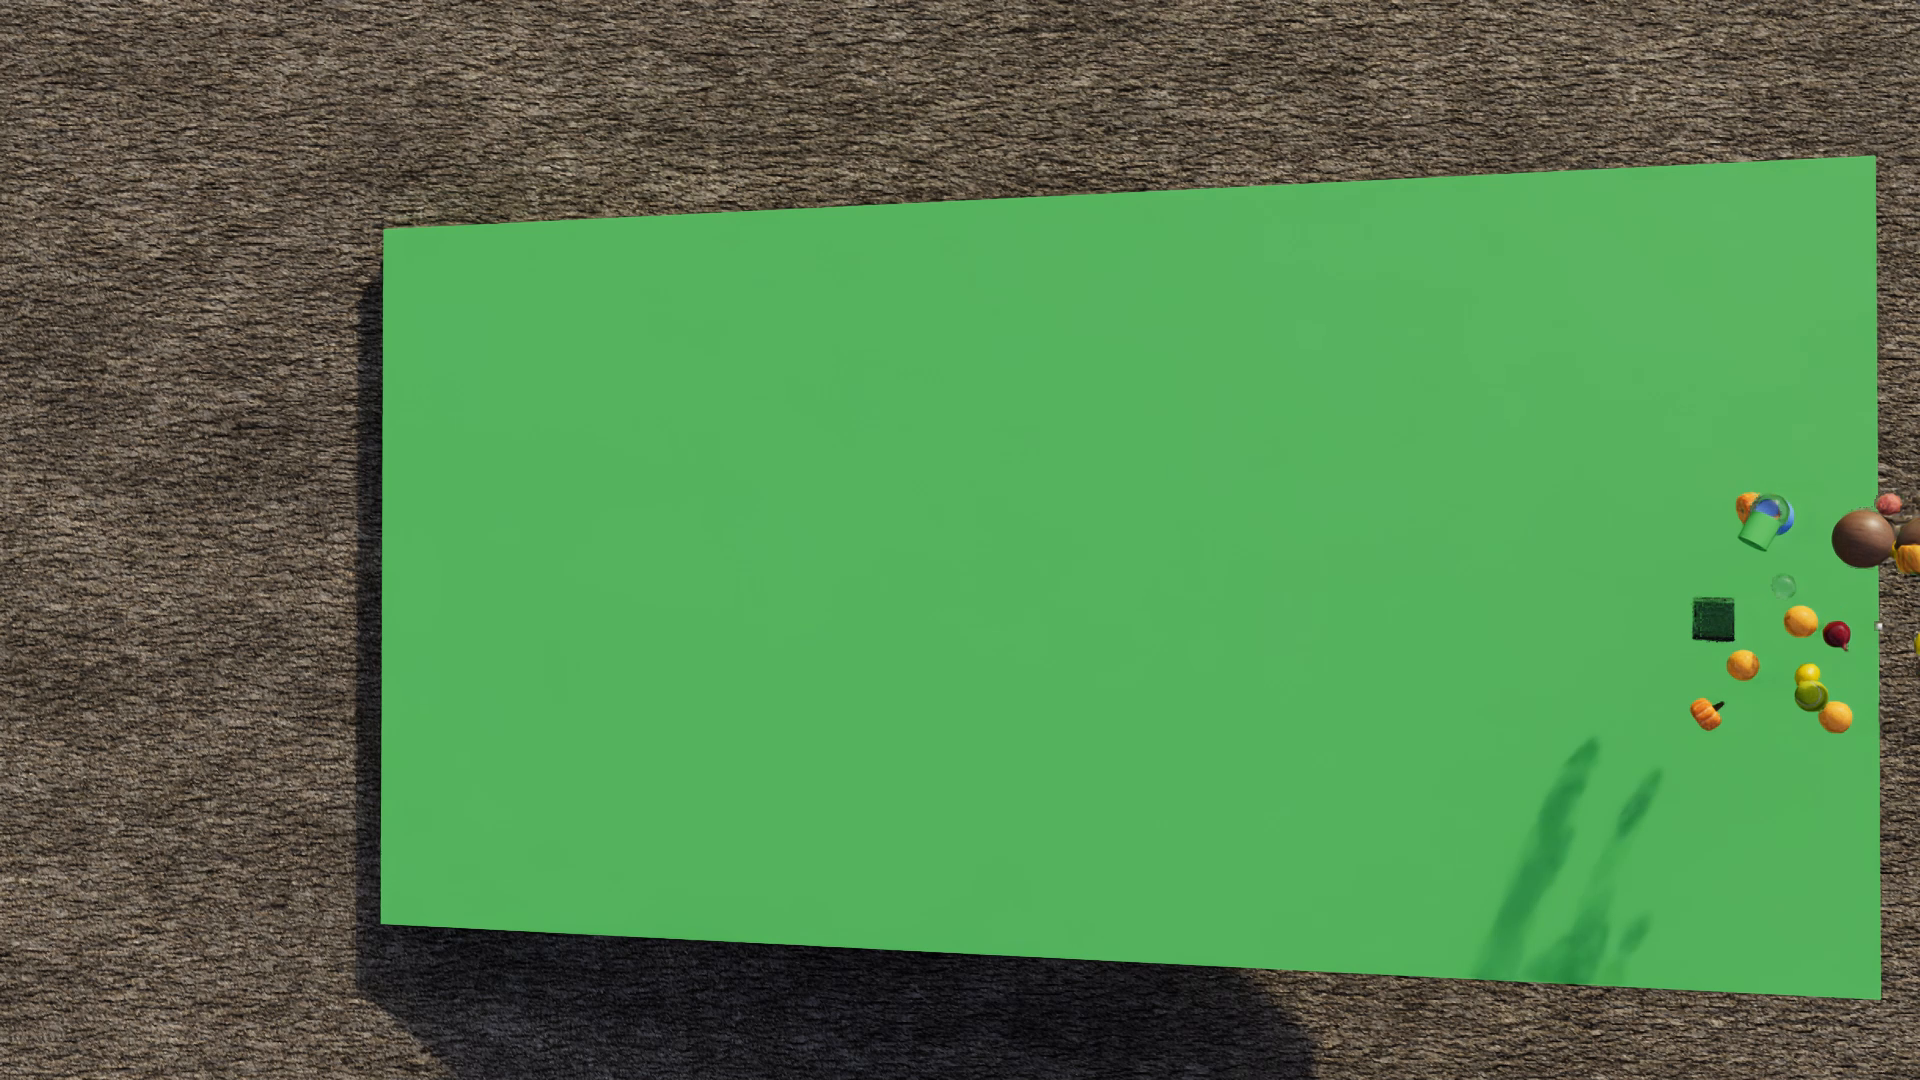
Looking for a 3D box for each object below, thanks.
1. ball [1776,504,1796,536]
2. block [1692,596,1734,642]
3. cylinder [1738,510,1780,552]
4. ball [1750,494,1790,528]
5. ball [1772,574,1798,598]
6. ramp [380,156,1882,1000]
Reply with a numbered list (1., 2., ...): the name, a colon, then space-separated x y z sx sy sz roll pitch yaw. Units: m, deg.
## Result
1. ball: 1.858 -0.053 5.013 0.085 0.085 0.085 0 89 0
2. block: 1.708 0.179 4.986 0.087 0.087 0.087 2 96 18
3. cylinder: 1.743 -0.020 4.797 0.066 0.066 0.066 29 90 0
4. ball: 1.794 -0.062 4.872 0.083 0.083 0.083 0 89 0
5. ball: 1.915 0.108 5.107 0.055 0.055 0.055 0 89 0
6. ramp: 0.270 0.095 5.819 4.000 0.100 2.000 0 89 16
